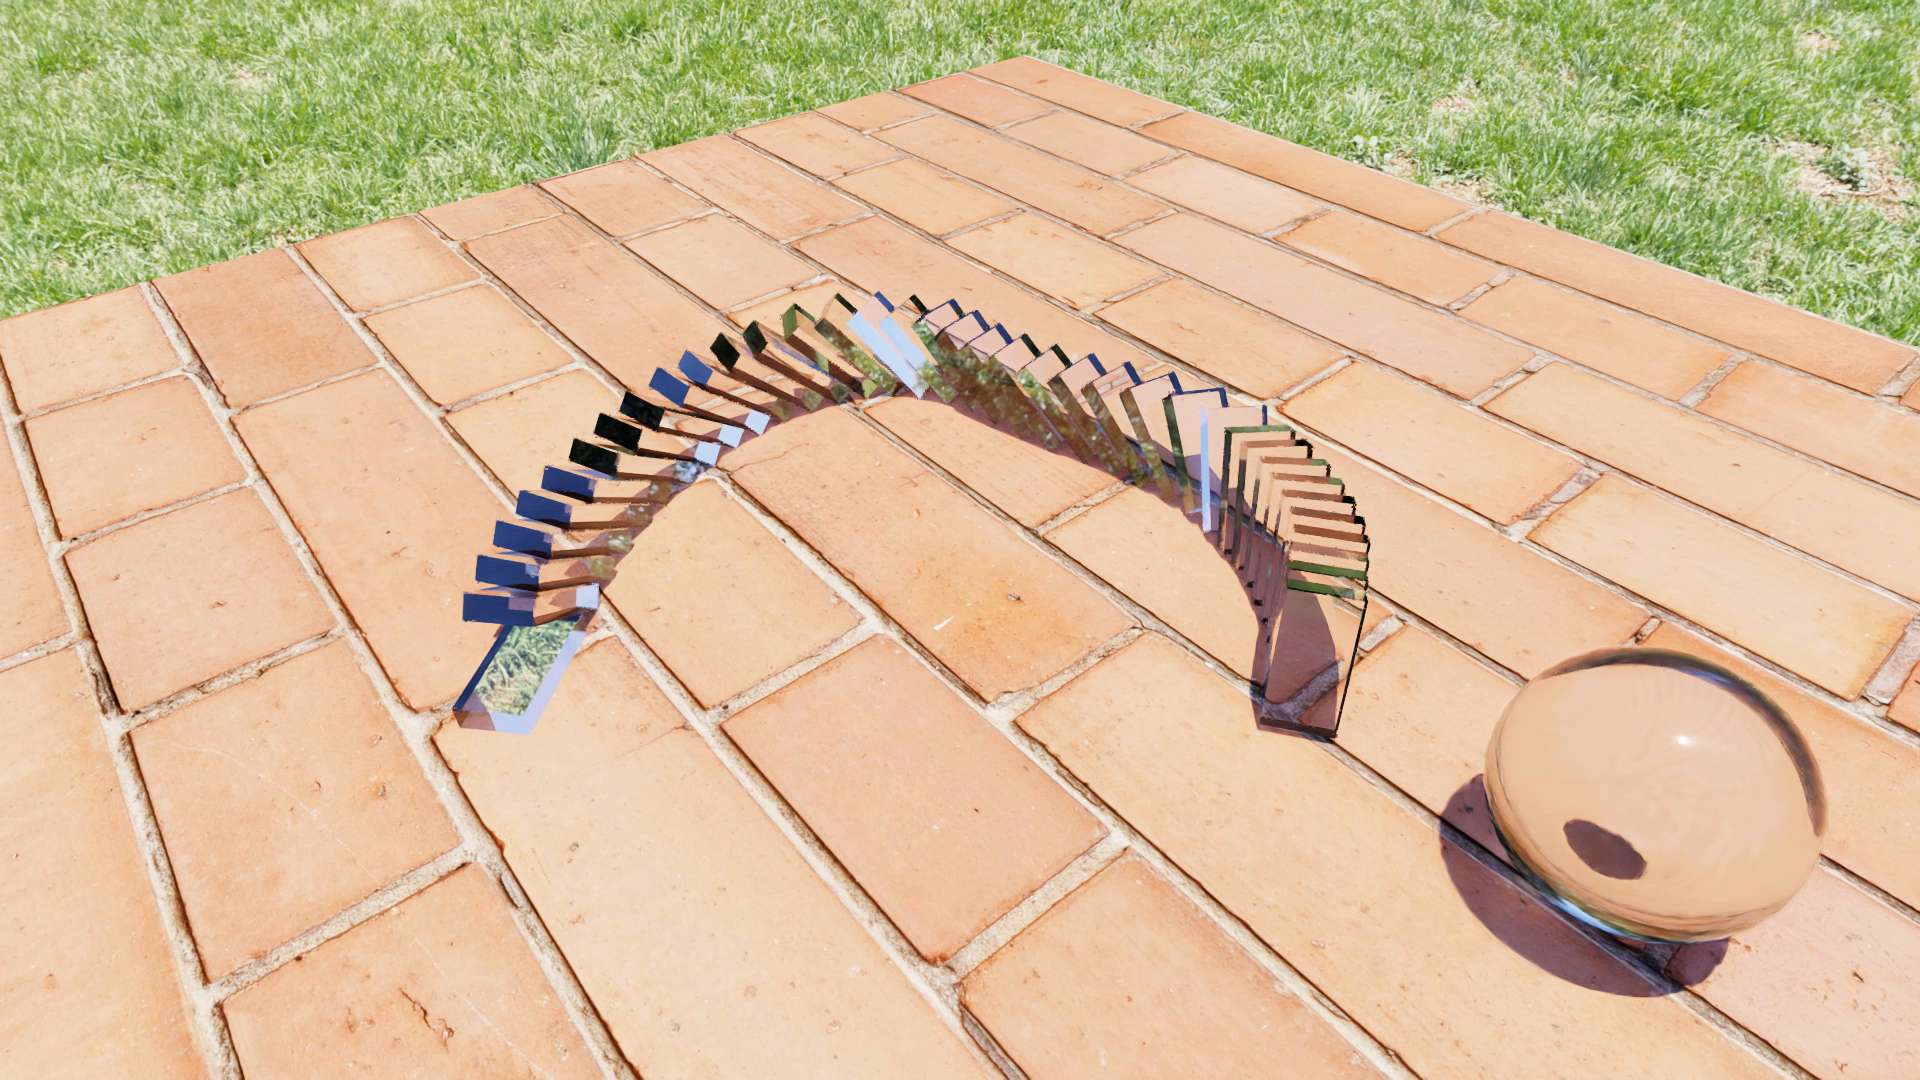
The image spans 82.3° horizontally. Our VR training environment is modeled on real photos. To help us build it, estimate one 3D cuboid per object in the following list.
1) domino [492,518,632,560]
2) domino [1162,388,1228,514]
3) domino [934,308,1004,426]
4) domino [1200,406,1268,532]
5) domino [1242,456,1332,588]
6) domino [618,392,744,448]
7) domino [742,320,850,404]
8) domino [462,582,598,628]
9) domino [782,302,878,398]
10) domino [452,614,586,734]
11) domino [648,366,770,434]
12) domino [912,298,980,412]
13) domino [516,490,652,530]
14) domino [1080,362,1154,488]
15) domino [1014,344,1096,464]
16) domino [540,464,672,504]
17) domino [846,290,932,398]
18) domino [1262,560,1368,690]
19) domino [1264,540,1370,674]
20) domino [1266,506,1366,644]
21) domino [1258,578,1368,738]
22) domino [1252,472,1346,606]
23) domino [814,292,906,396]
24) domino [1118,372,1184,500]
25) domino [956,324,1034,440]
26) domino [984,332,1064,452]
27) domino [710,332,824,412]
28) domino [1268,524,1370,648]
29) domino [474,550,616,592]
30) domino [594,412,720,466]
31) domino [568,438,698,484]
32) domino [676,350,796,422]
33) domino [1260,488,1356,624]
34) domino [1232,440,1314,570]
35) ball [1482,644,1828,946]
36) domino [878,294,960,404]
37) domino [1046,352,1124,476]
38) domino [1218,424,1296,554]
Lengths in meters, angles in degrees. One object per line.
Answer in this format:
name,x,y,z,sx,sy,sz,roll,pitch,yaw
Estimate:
domino,-0.152,-0.001,0.424,0.025,0.009,0.050,13,6,16
domino,0.104,-0.038,0.464,0.025,0.010,0.050,-8,82,-15
domino,0.012,-0.082,0.519,0.025,0.010,0.050,-38,94,-37
domino,0.112,-0.029,0.449,0.025,0.050,0.010,-3,4,-6
domino,0.124,-0.006,0.419,0.025,0.050,0.009,3,21,4
domino,-0.122,-0.053,0.485,0.025,0.009,0.050,26,9,28
domino,-0.077,-0.084,0.522,0.050,0.009,0.025,26,21,-41
domino,-0.152,0.022,0.394,0.025,0.009,0.050,5,4,6
domino,-0.062,-0.091,0.528,0.050,0.010,0.025,34,24,-33
domino,-0.154,0.045,0.388,0.025,0.009,0.050,5,40,5
domino,-0.112,-0.062,0.496,0.025,0.009,0.050,32,9,33
domino,0.001,-0.089,0.527,0.025,0.010,0.050,-38,94,-39
domino,-0.148,-0.012,0.437,0.025,0.009,0.050,15,7,18
domino,0.076,-0.051,0.481,0.025,0.010,0.050,-31,90,-32
domino,0.050,-0.062,0.496,0.050,0.010,0.025,51,52,-1
domino,-0.143,-0.022,0.450,0.025,0.010,0.050,16,7,19
domino,-0.030,-0.095,0.534,0.050,0.010,0.025,45,40,-13
domino,0.119,0.033,0.371,0.025,0.050,0.009,9,22,11
domino,0.122,0.027,0.378,0.025,0.050,0.009,9,22,11
domino,0.127,0.015,0.393,0.025,0.050,0.010,9,22,11
domino,0.116,0.039,0.363,0.025,0.050,0.009,9,22,11
domino,0.126,0.001,0.410,0.025,0.050,0.009,6,21,7
domino,-0.046,-0.095,0.534,0.050,0.010,0.025,40,34,-21
domino,0.090,-0.045,0.473,0.025,0.010,0.050,-22,88,-25
domino,0.024,-0.074,0.510,0.025,0.010,0.050,-38,92,-37
domino,0.035,-0.068,0.503,0.025,0.010,0.050,-39,92,-38
domino,-0.090,-0.078,0.514,0.050,0.010,0.025,23,18,-46
domino,0.125,0.021,0.385,0.025,0.050,0.009,9,22,11
domino,-0.153,0.010,0.409,0.025,0.009,0.050,9,5,12
domino,-0.130,-0.043,0.474,0.025,0.010,0.050,22,7,25
domino,-0.136,-0.033,0.462,0.025,0.010,0.050,19,7,22
domino,-0.102,-0.071,0.506,0.025,0.009,0.050,39,13,37
domino,0.127,0.008,0.402,0.025,0.050,0.009,7,21,8
domino,0.121,-0.013,0.427,0.025,0.050,0.010,-2,21,-3
ball,0.189,0.069,0.303,0.080,0.080,0.080,0,39,0
domino,-0.014,-0.092,0.531,0.050,0.010,0.025,48,45,-9
domino,0.063,-0.056,0.489,0.025,0.009,0.050,-34,89,-35
domino,0.117,-0.020,0.435,0.025,0.050,0.009,-3,21,-3
